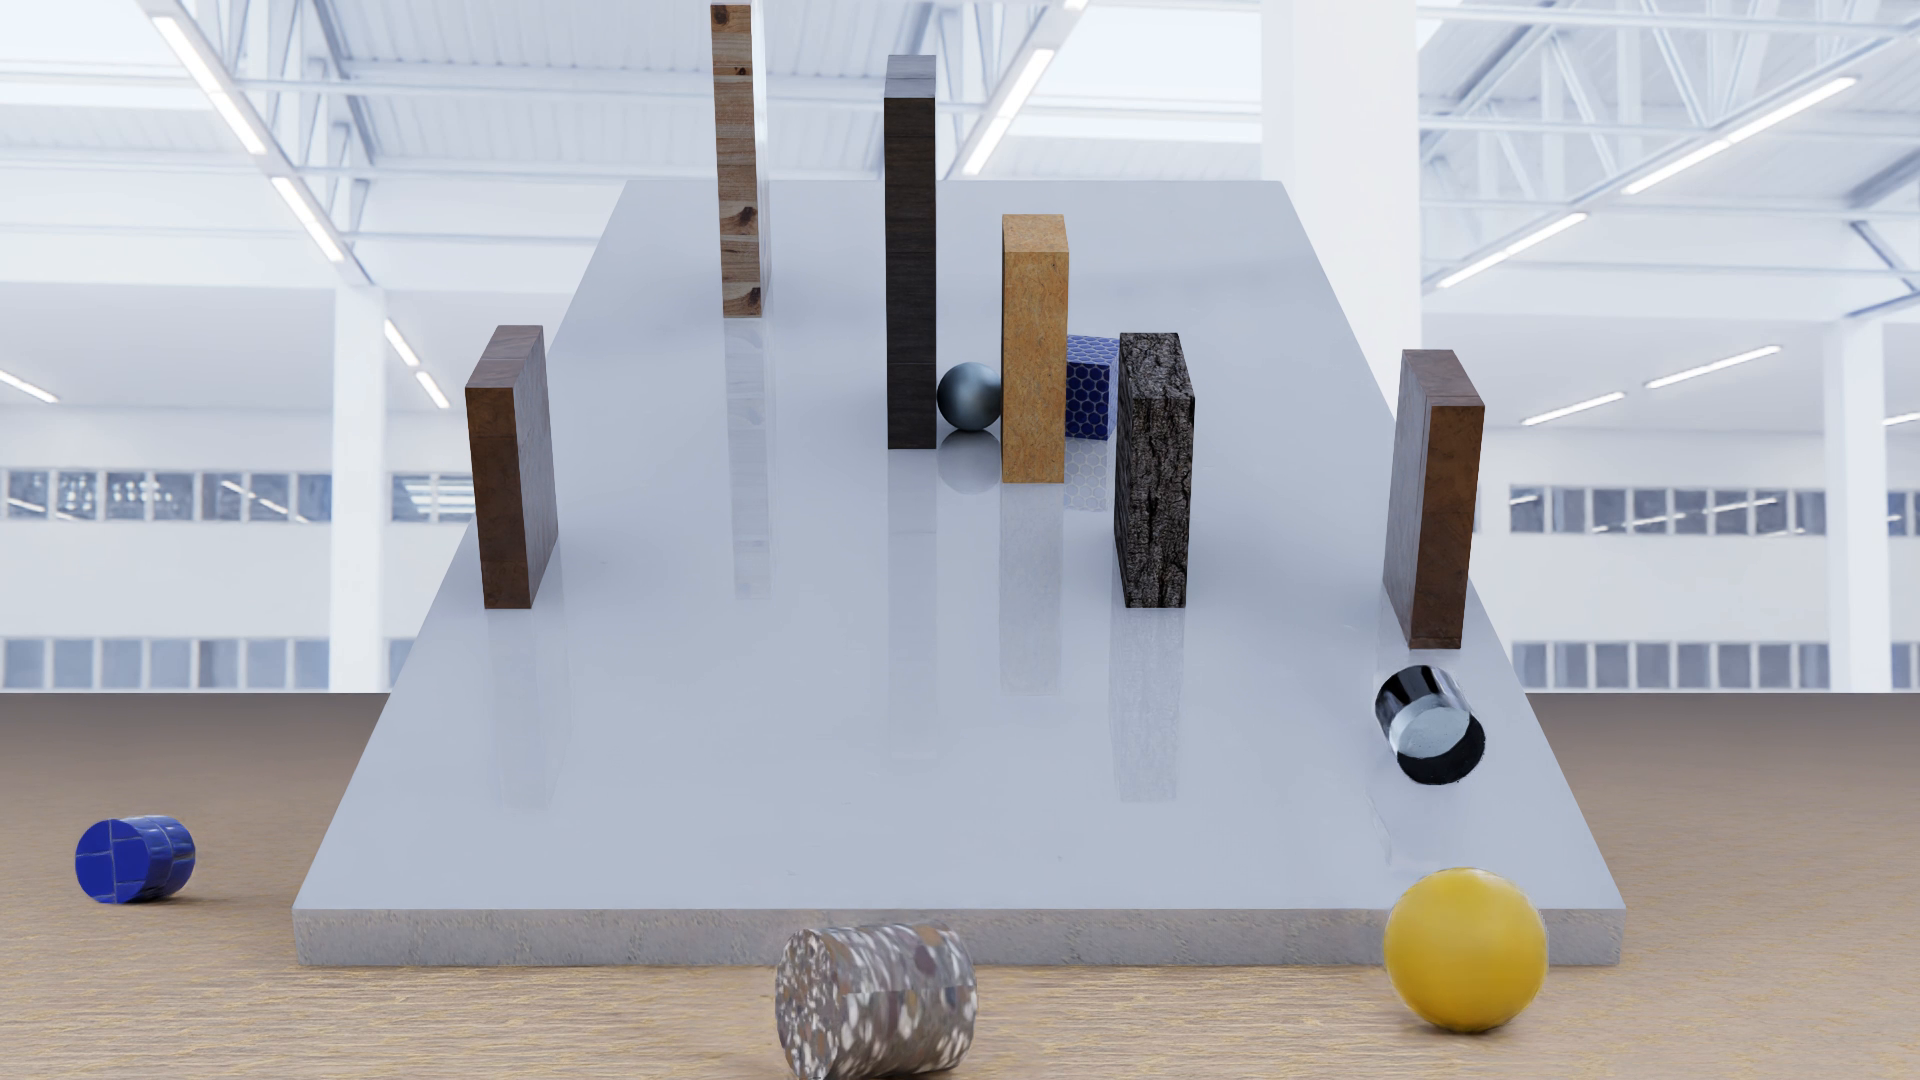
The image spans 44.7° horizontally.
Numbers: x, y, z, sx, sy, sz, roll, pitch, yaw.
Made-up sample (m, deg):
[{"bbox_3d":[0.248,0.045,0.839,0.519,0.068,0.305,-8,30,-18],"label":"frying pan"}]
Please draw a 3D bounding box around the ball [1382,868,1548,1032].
[{"bbox_3d":[0.619,0.501,2.858,0.199,0.199,0.199,0,-4,0],"label":"ball"}]

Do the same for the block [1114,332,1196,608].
[{"bbox_3d":[0.371,-0.139,4.505,0.114,0.424,0.363,0,24,0],"label":"block"}]

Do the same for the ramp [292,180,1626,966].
[{"bbox_3d":[-0.008,-0.229,5.334,2.000,0.100,4.000,0,24,0],"label":"ramp"}]

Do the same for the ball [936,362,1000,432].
[{"bbox_3d":[0.025,-0.322,5.229,0.155,0.155,0.155,0,-4,0],"label":"ball"}]

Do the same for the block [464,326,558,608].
[{"bbox_3d":[-0.857,-0.144,4.481,0.088,0.447,0.344,0,24,0],"label":"block"}]

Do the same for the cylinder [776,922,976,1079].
[{"bbox_3d":[-0.092,0.499,2.524,0.162,0.162,0.162,2,-4,-30],"label":"cylinder"}]

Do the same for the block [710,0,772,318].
[{"bbox_3d":[-0.555,-1.008,5.965,0.097,0.795,0.383,0,24,0],"label":"block"}]

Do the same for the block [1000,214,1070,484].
[{"bbox_3d":[0.157,-0.411,4.994,0.131,0.513,0.270,0,24,0],"label":"block"}]

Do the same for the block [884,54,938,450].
[{"bbox_3d":[-0.106,-0.640,5.169,0.107,0.785,0.396,0,24,0],"label":"block"}]

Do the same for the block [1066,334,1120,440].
[{"bbox_3d":[0.266,-0.347,5.260,0.178,0.178,0.178,6,25,14],"label":"block"}]

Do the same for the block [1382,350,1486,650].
[{"bbox_3d":[0.870,-0.078,4.307,0.094,0.477,0.293,0,24,0],"label":"block"}]

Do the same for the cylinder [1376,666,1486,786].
[{"bbox_3d":[0.777,0.306,3.862,0.147,0.147,0.147,0,24,-5],"label":"cylinder"}]
